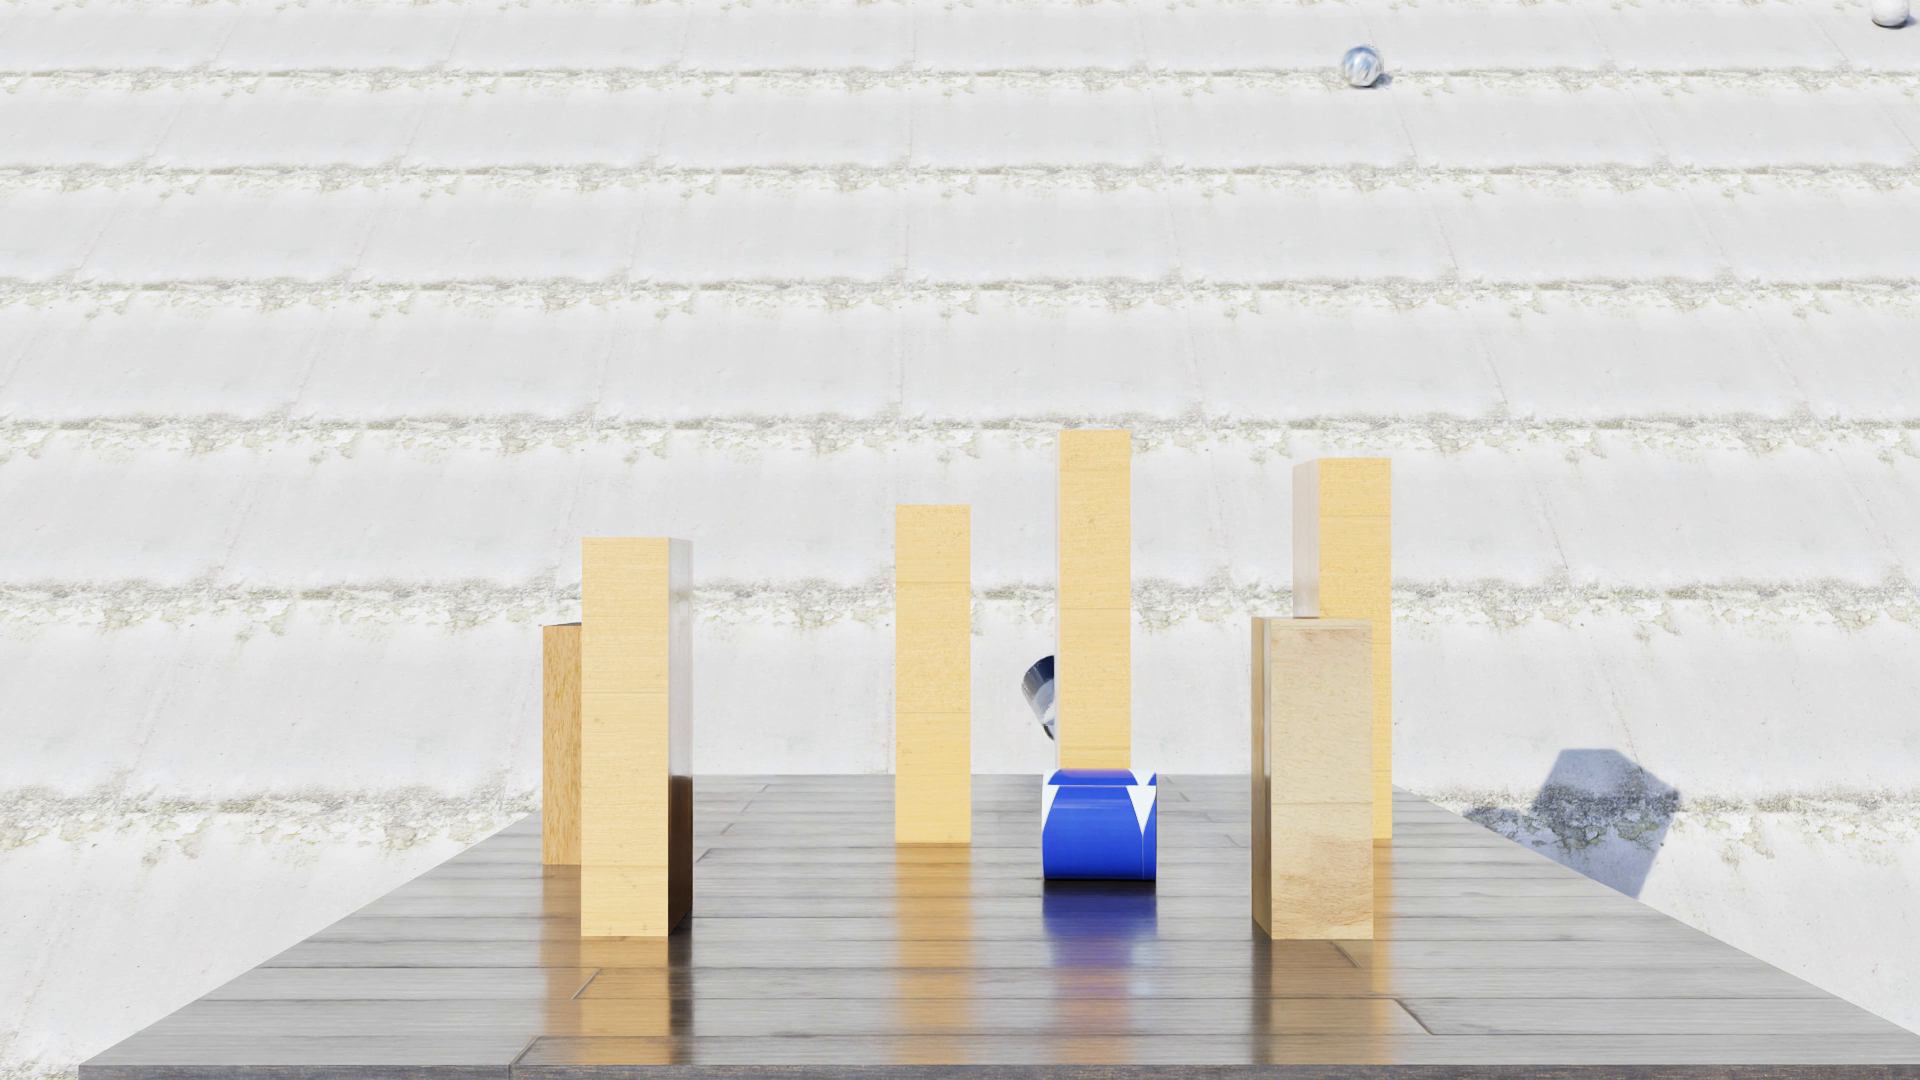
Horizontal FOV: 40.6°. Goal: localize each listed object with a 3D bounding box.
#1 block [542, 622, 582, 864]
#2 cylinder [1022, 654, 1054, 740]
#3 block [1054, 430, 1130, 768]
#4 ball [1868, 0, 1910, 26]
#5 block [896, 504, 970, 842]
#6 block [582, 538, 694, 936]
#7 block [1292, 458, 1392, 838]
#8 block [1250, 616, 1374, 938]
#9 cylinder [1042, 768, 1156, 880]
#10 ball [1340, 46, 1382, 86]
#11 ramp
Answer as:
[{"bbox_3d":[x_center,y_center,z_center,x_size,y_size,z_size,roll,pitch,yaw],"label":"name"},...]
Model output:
[{"bbox_3d":[-0.679,0.369,4.823,0.131,0.425,0.396,0,-1,0],"label":"block"},{"bbox_3d":[0.279,0.430,7.001,0.176,0.176,0.176,-10,34,-15],"label":"cylinder"},{"bbox_3d":[0.243,0.192,4.778,0.127,0.777,0.251,0,-1,0],"label":"block"},{"bbox_3d":[4.093,-2.350,11.415,0.175,0.175,0.175,0,32,0],"label":"ball"},{"bbox_3d":[-0.052,0.259,5.129,0.145,0.652,0.245,0,-1,0],"label":"block"},{"bbox_3d":[-0.479,0.283,3.880,0.124,0.570,0.349,0,-1,0],"label":"block"},{"bbox_3d":[0.775,0.214,5.281,0.141,0.746,0.402,0,-1,0],"label":"block"},{"bbox_3d":[0.513,0.340,3.801,0.144,0.453,0.254,0,-1,0],"label":"block"},{"bbox_3d":[0.238,0.481,4.389,0.188,0.188,0.188,0,32,5],"label":"cylinder"},{"bbox_3d":[1.675,-1.979,10.829,0.170,0.170,0.170,0,32,0],"label":"ball"},{"bbox_3d":[0.072,0.630,4.726,2.000,0.100,4.000,0,-1,0],"label":"ramp"}]
